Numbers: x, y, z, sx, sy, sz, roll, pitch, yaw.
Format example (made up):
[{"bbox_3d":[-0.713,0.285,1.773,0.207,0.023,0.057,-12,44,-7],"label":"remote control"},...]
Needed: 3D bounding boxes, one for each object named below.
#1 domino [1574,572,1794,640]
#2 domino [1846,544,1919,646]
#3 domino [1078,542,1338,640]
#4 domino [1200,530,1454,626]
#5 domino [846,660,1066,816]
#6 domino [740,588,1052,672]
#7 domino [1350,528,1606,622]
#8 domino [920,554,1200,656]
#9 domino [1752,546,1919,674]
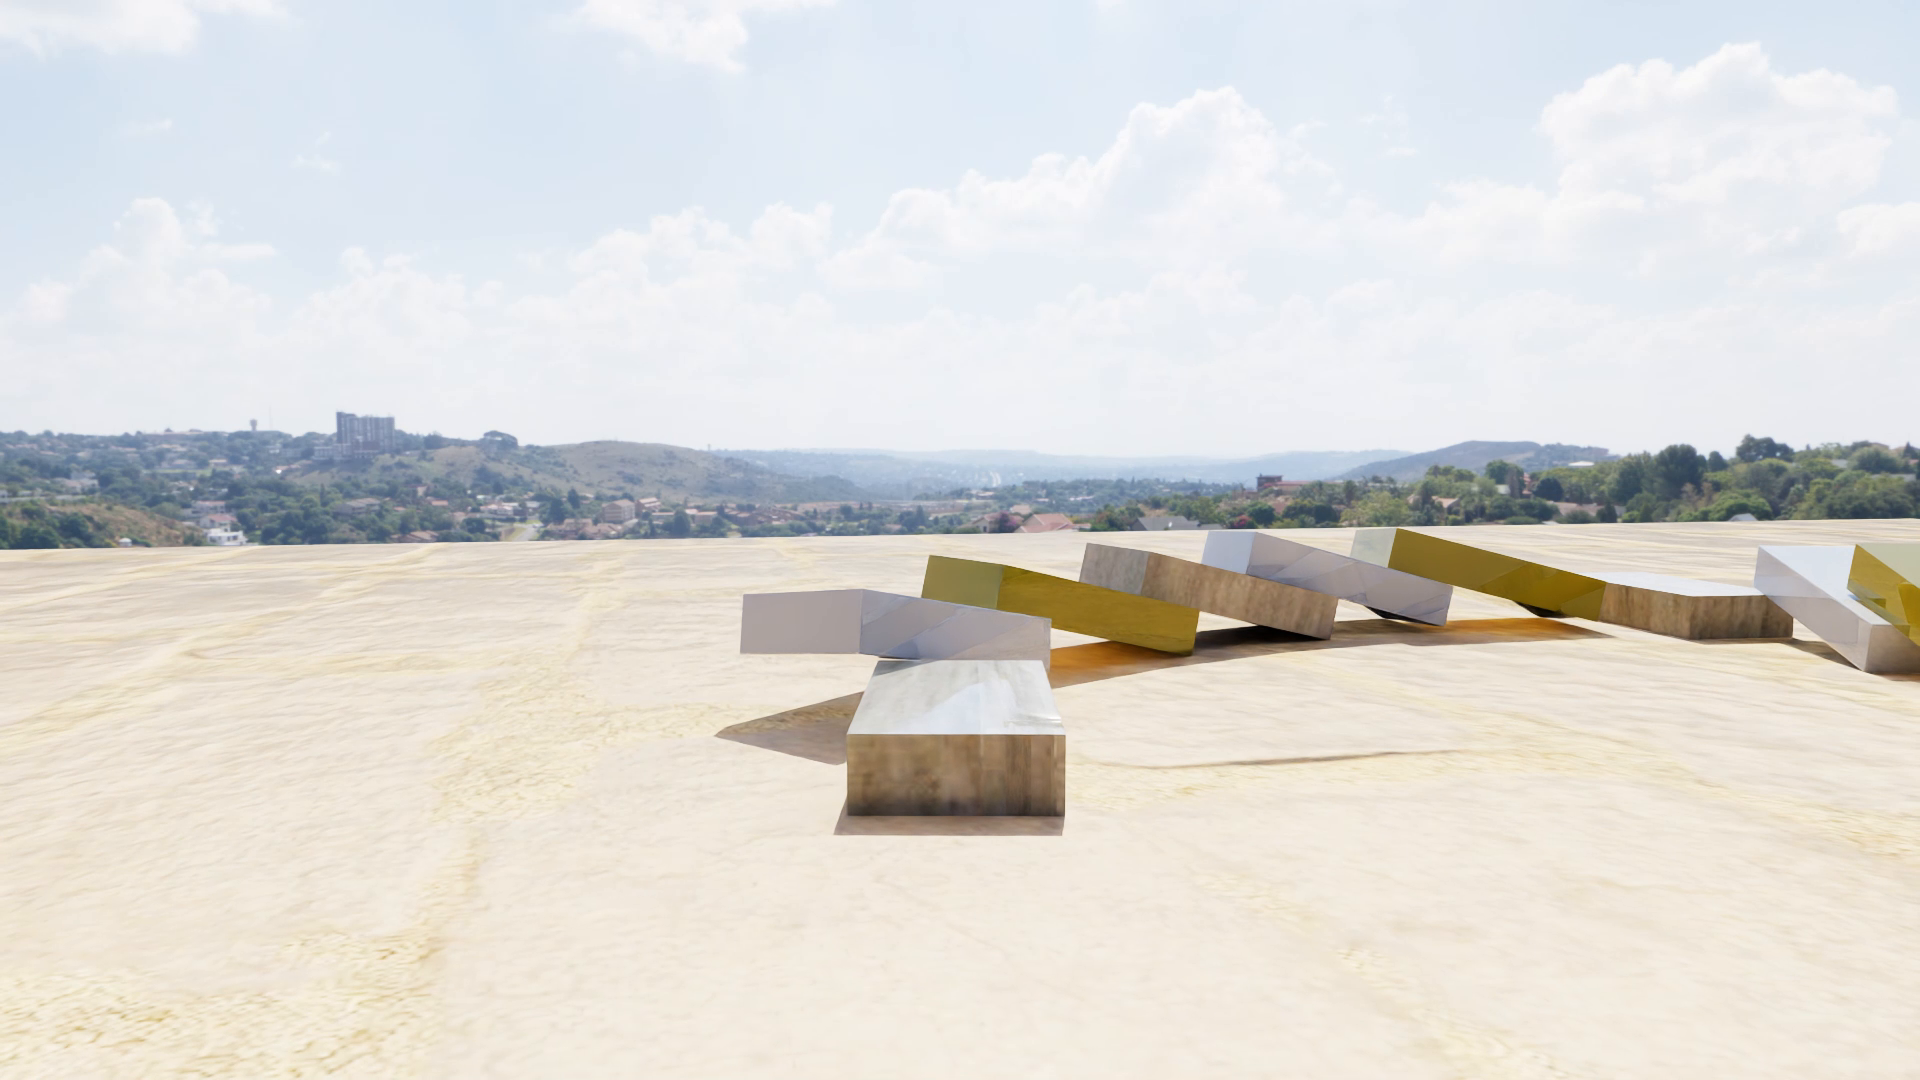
[{"bbox_3d":[0.168,0.015,0.305,0.025,0.010,0.050,-1,4,-8],"label":"domino"},{"bbox_3d":[0.183,0.014,0.225,0.025,0.009,0.050,0,21,9],"label":"domino"},{"bbox_3d":[0.054,0.011,0.279,0.050,0.009,0.025,13,-2,-25],"label":"domino"},{"bbox_3d":[0.084,0.009,0.296,0.050,0.010,0.025,15,-2,-13],"label":"domino"},{"bbox_3d":[0.000,0.025,0.171,0.025,0.009,0.050,0,4,0],"label":"domino"},{"bbox_3d":[-0.009,0.016,0.213,0.025,0.009,0.050,-4,-10,37],"label":"domino"},{"bbox_3d":[0.120,0.008,0.301,0.050,0.009,0.025,14,-2,-3],"label":"domino"},{"bbox_3d":[0.020,0.013,0.254,0.050,0.009,0.025,13,-4,-34],"label":"domino"},{"bbox_3d":[0.185,0.013,0.260,0.025,0.009,0.050,1,17,10],"label":"domino"}]
